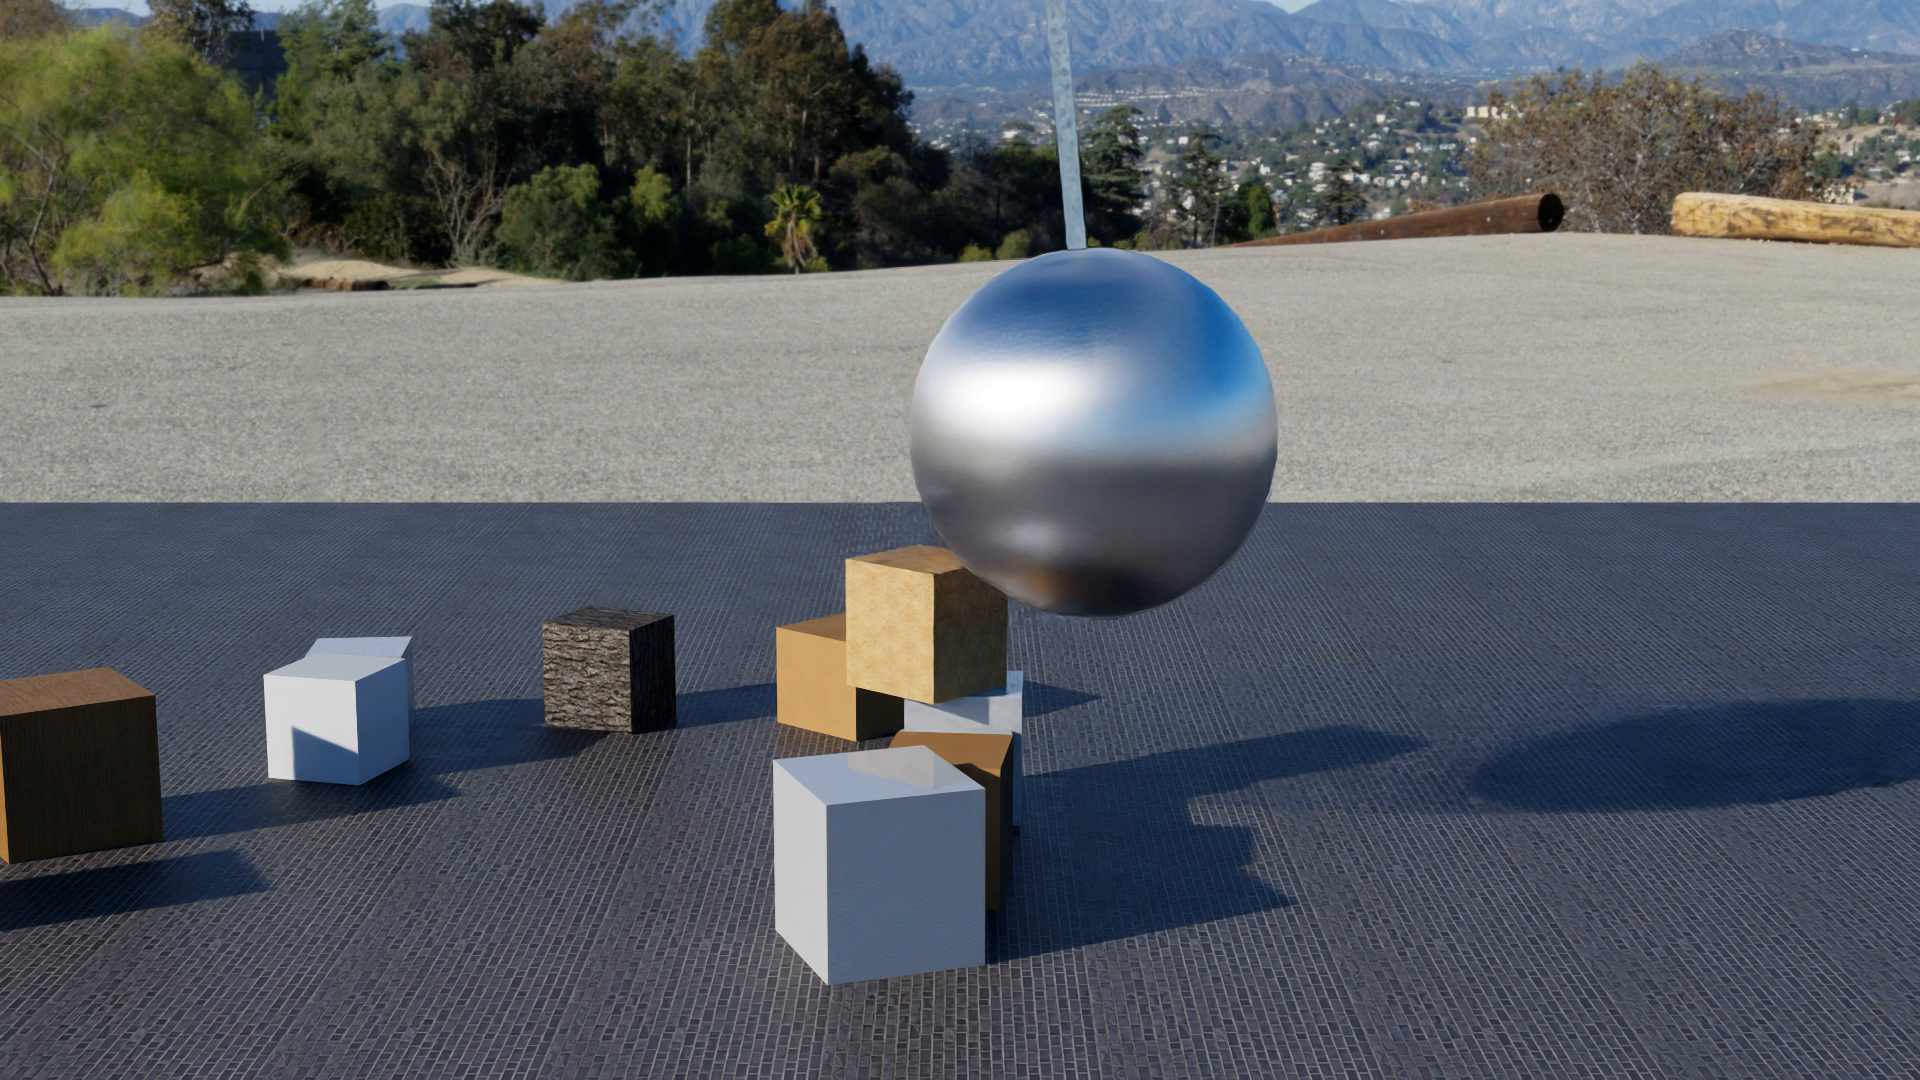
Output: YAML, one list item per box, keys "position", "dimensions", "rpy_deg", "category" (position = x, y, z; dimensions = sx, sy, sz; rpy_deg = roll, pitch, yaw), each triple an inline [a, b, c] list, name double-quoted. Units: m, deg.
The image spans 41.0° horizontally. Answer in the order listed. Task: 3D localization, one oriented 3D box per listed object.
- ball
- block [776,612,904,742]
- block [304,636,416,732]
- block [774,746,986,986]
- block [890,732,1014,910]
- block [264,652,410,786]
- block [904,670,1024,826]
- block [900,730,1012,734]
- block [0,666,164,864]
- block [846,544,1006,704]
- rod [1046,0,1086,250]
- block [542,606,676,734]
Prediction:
- position: [0.575, -0.462, 11.096]
  dimensions: [1.600, 1.600, 1.600]
  rpy_deg: [0, 10, 0]
  category: "ball"
- position: [-0.580, 0.736, 14.028]
  dimensions: [0.612, 0.532, 0.579]
  rpy_deg: [9, 14, 42]
  category: "block"
- position: [-3.233, 0.805, 13.839]
  dimensions: [0.508, 0.465, 0.490]
  rpy_deg: [-1, 10, -5]
  category: "block"
- position: [-0.334, 1.299, 10.385]
  dimensions: [0.658, 0.728, 0.711]
  rpy_deg: [-4, 11, -20]
  category: "block"
- position: [-0.054, 1.212, 11.162]
  dimensions: [0.516, 0.621, 0.574]
  rpy_deg: [1, 10, 6]
  category: "block"
- position: [-3.174, 0.906, 13.091]
  dimensions: [0.511, 0.533, 0.523]
  rpy_deg: [3, 11, 16]
  category: "block"
- position: [0.025, 0.994, 12.348]
  dimensions: [0.552, 0.626, 0.535]
  rpy_deg: [0, 10, 2]
  category: "block"
- position: [-0.028, 1.174, 11.802]
  dimensions: [0.524, 0.467, 0.591]
  rpy_deg: [0, 10, 2]
  category: "block"
- position: [-4.192, 1.035, 11.960]
  dimensions: [0.698, 0.685, 0.704]
  rpy_deg: [-7, 13, -34]
  category: "block"
- position: [-0.159, 0.392, 12.196]
  dimensions: [0.570, 0.613, 0.509]
  rpy_deg: [10, 14, 42]
  category: "block"
- position: [0.249, -3.792, 10.491]
  dimensions: [0.080, 5.200, 0.080]
  rpy_deg: [-5, 10, 1]
  category: "rod"
- position: [-1.920, 0.709, 14.066]
  dimensions: [0.553, 0.573, 0.462]
  rpy_deg: [5, 11, 24]
  category: "block"
